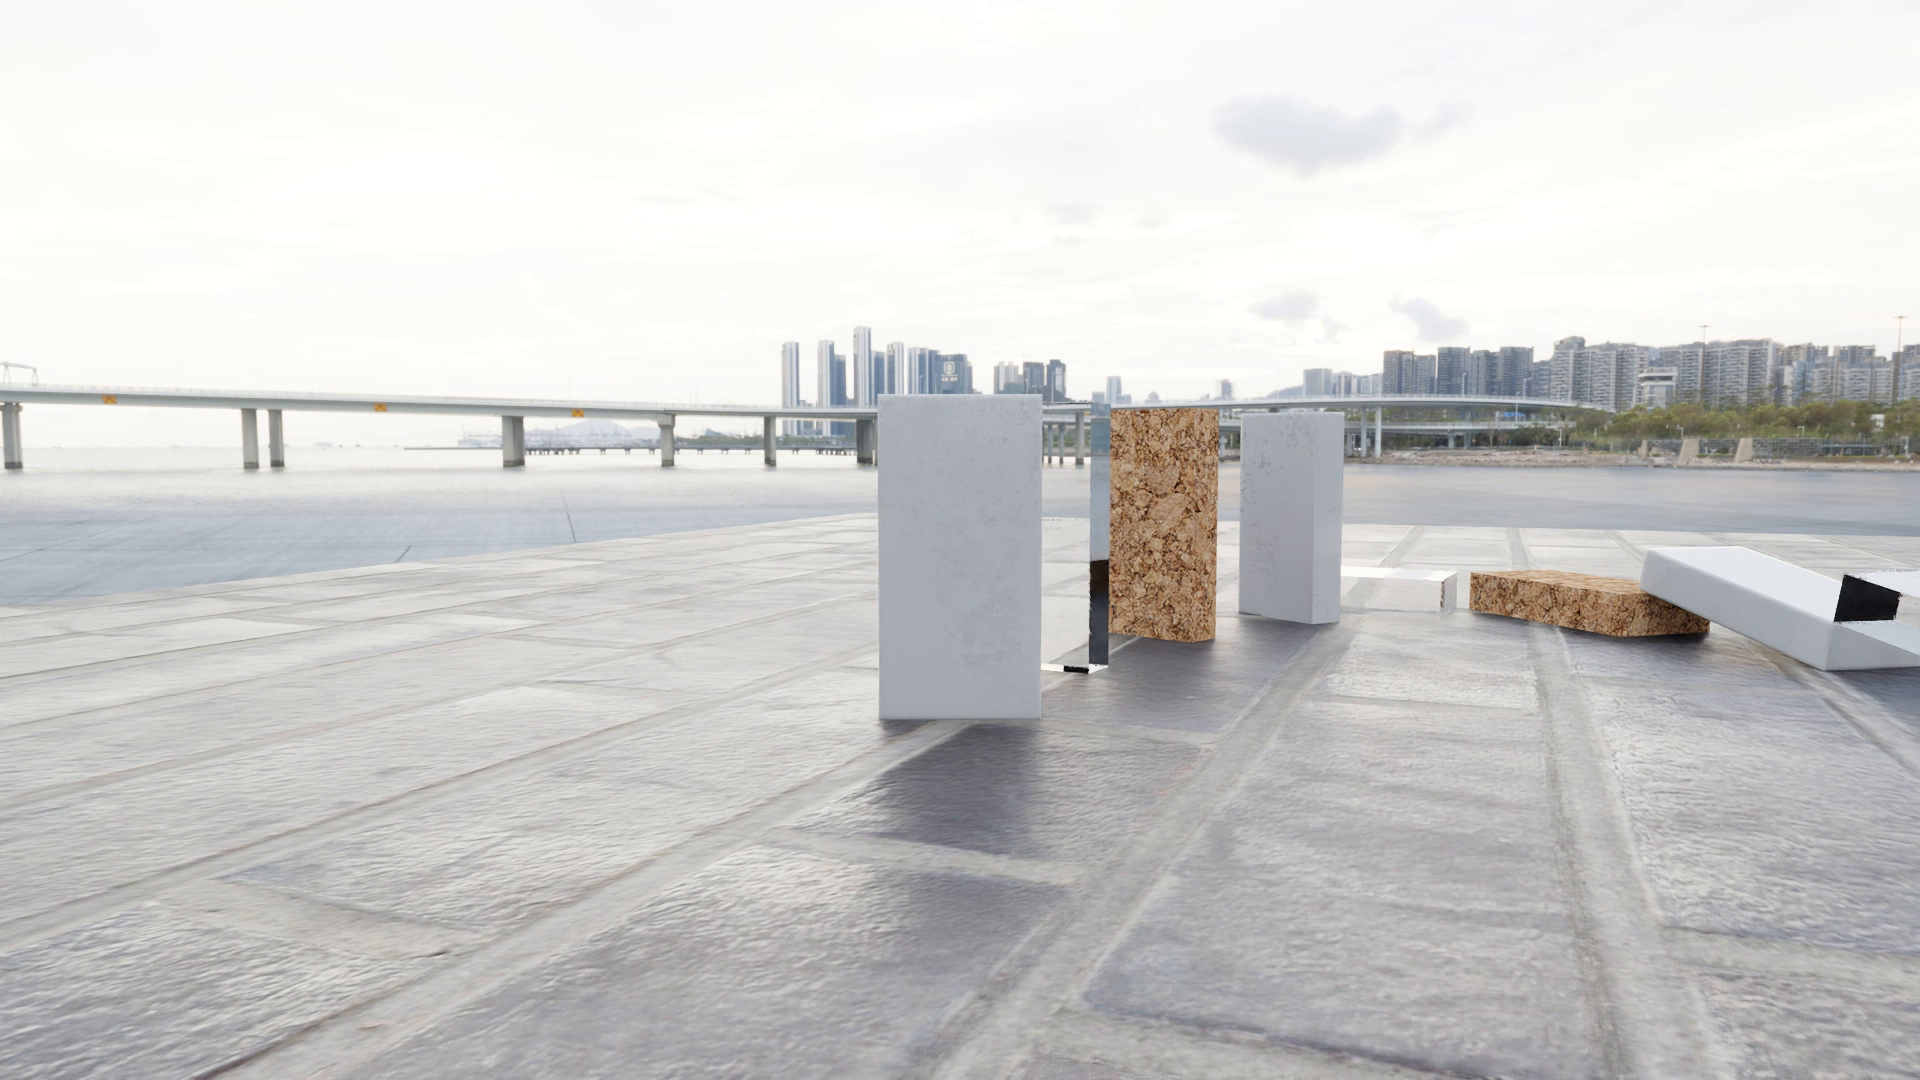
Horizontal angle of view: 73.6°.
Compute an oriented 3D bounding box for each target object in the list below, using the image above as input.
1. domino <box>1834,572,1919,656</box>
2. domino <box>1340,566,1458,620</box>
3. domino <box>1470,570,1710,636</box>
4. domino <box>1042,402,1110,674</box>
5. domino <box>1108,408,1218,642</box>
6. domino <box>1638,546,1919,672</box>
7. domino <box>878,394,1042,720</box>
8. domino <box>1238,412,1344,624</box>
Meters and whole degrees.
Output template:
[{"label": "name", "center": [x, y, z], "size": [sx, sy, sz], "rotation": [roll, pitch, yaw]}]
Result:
[{"label": "domino", "center": [0.180, 0.017, 0.216], "size": [0.025, 0.009, 0.050], "rotation": [-1, 15, -12]}, {"label": "domino", "center": [0.101, 0.013, 0.334], "size": [0.050, 0.009, 0.025], "rotation": [2, 5, 30]}, {"label": "domino", "center": [0.151, 0.015, 0.310], "size": [0.025, 0.010, 0.050], "rotation": [-1, 4, -17]}, {"label": "domino", "center": [0.015, -0.001, 0.246], "size": [0.025, 0.050, 0.009], "rotation": [2, 5, 29]}, {"label": "domino", "center": [0.044, -0.004, 0.285], "size": [0.025, 0.050, 0.009], "rotation": [4, 6, 44]}, {"label": "domino", "center": [0.169, 0.013, 0.265], "size": [0.025, 0.010, 0.050], "rotation": [-1, 16, -12]}, {"label": "domino", "center": [0.000, 0.002, 0.201], "size": [0.025, 0.050, 0.009], "rotation": [0, 4, 0]}, {"label": "domino", "center": [0.081, -0.006, 0.314], "size": [0.010, 0.050, 0.025], "rotation": [-3, 5, -31]}]
